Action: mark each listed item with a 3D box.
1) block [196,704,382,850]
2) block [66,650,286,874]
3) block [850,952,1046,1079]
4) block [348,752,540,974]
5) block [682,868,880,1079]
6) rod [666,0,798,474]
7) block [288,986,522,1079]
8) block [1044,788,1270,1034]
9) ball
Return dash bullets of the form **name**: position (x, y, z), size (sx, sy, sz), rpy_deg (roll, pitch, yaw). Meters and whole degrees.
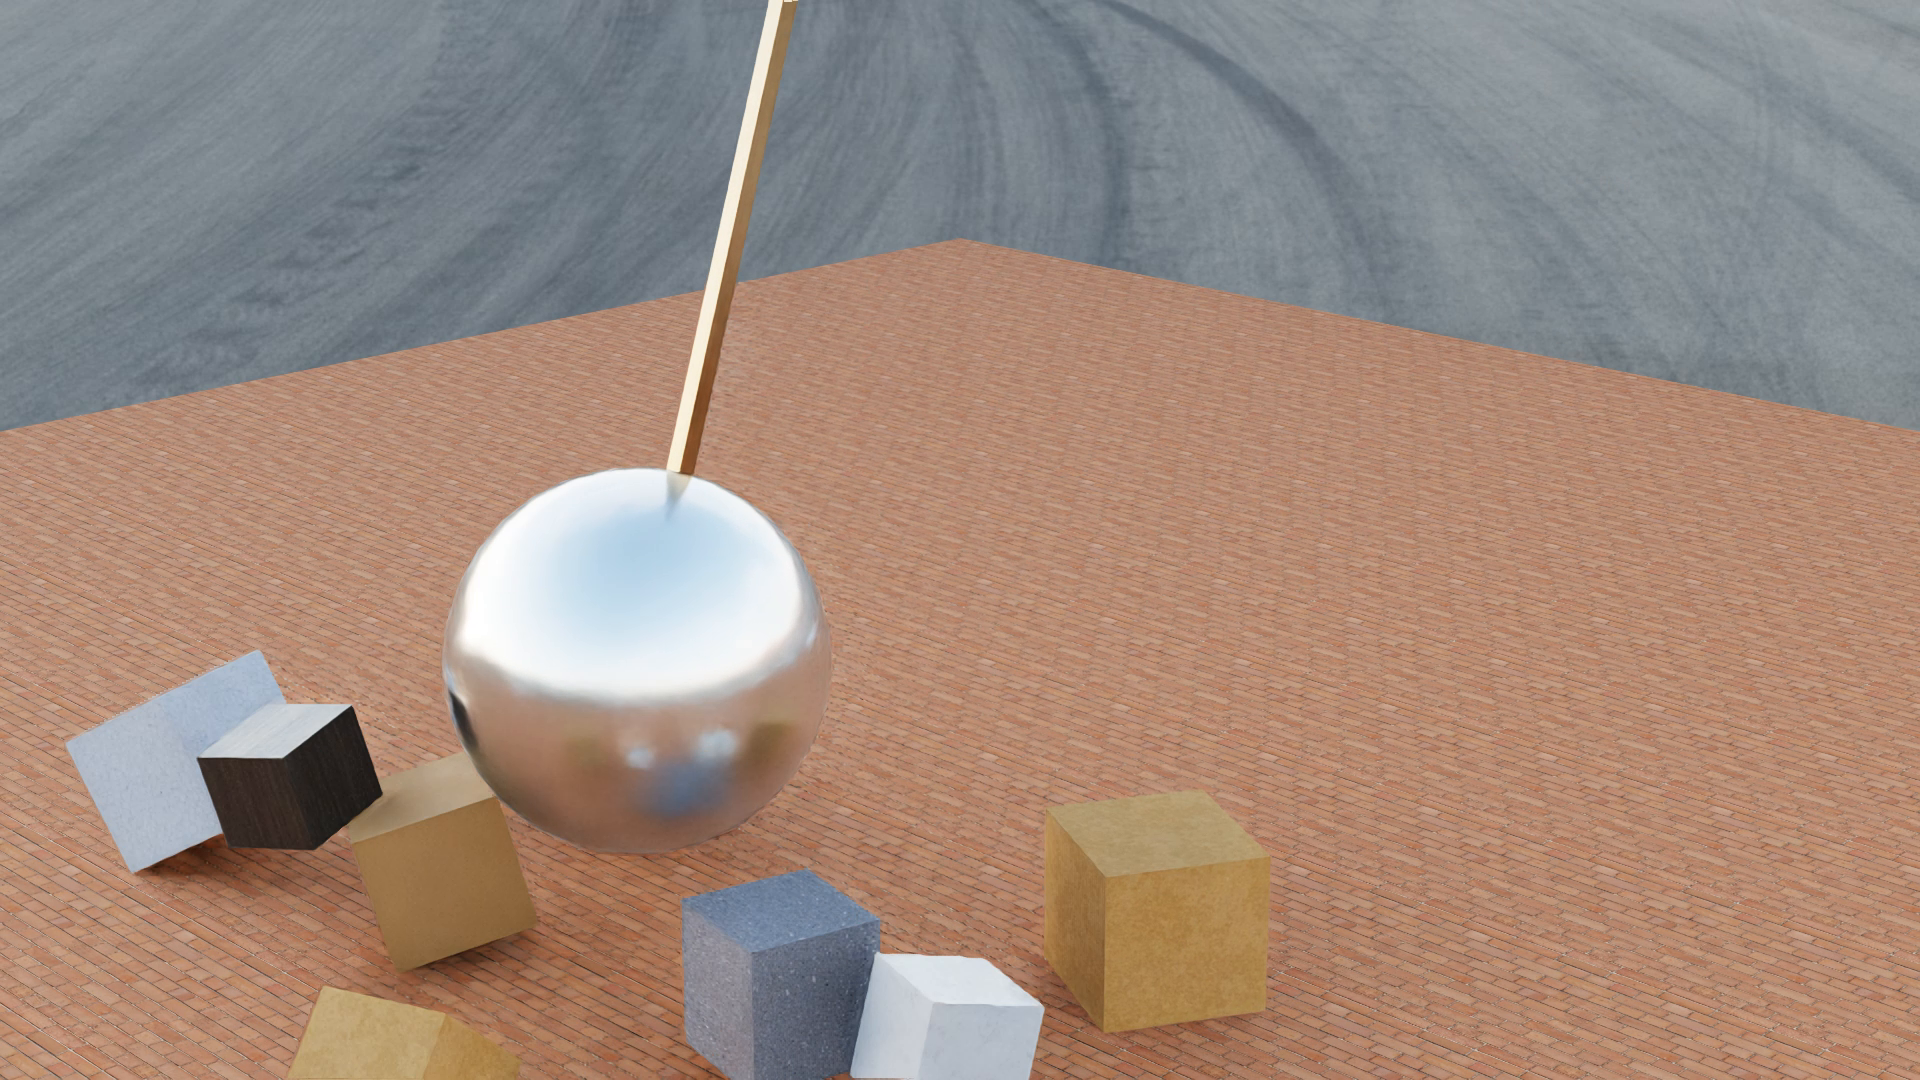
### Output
- **block**: position (-2.855, 1.006, 12.503), size (0.480, 0.438, 0.482), rpy_deg (-1, 24, 30)
- **block**: position (-3.538, 1.022, 13.582), size (0.657, 0.671, 0.711), rpy_deg (-24, 4, 30)
- **block**: position (-0.053, 1.902, 11.138), size (0.477, 0.493, 0.510), rpy_deg (7, 10, -28)
- **block**: position (-2.254, 1.377, 12.683), size (0.633, 0.636, 0.586), rpy_deg (-18, 21, -11)
- **block**: position (-0.713, 1.761, 11.696), size (0.573, 0.628, 0.583), rpy_deg (-11, 20, -31)
- **rod**: position (-0.575, -2.808, 11.856), size (0.080, 5.200, 0.080), rpy_deg (17, 6, 42)
- **block**: position (-2.043, 2.004, 10.674), size (0.550, 0.515, 0.567), rpy_deg (7, -23, 26)
- **block**: position (0.814, 1.542, 12.284), size (0.712, 0.693, 0.757), rpy_deg (-5, 18, -16)
- **ball**: position (-1.328, 0.498, 12.106), size (1.600, 1.600, 1.600), rpy_deg (0, 17, 0)
